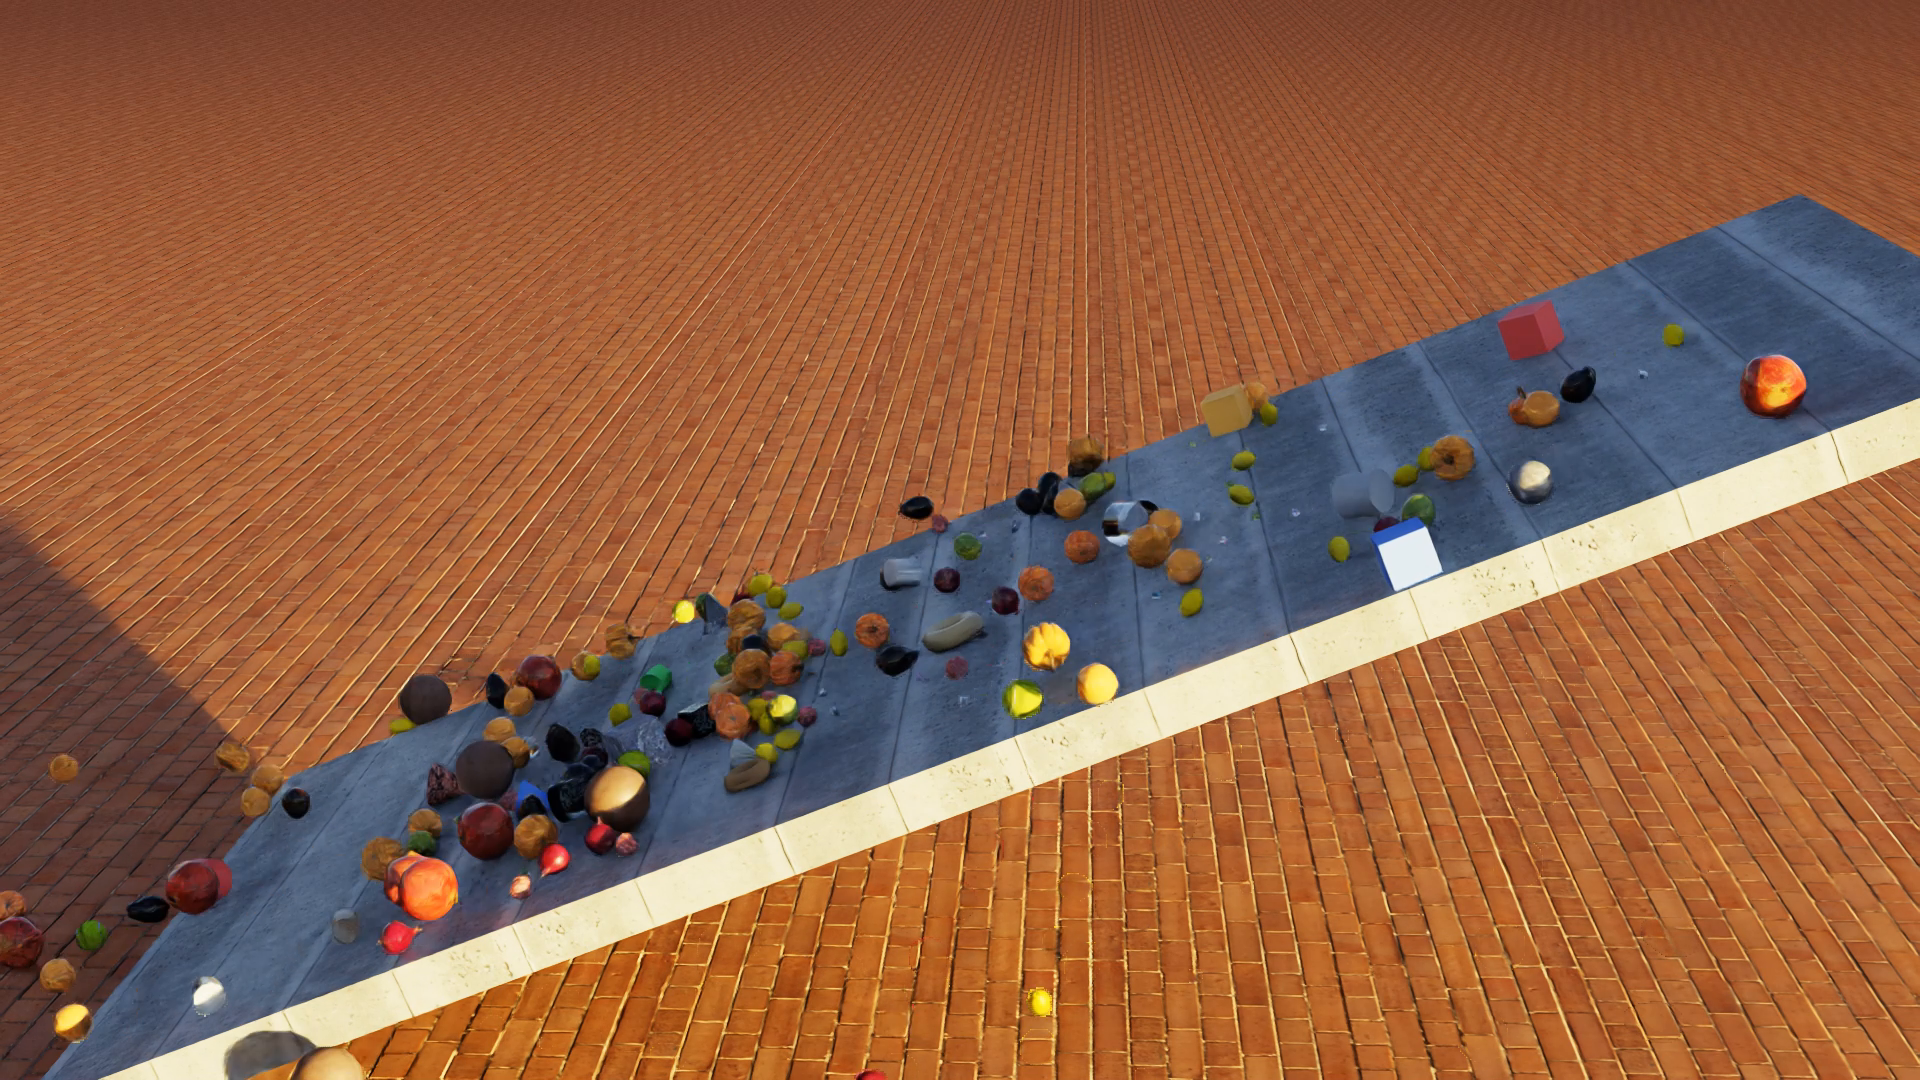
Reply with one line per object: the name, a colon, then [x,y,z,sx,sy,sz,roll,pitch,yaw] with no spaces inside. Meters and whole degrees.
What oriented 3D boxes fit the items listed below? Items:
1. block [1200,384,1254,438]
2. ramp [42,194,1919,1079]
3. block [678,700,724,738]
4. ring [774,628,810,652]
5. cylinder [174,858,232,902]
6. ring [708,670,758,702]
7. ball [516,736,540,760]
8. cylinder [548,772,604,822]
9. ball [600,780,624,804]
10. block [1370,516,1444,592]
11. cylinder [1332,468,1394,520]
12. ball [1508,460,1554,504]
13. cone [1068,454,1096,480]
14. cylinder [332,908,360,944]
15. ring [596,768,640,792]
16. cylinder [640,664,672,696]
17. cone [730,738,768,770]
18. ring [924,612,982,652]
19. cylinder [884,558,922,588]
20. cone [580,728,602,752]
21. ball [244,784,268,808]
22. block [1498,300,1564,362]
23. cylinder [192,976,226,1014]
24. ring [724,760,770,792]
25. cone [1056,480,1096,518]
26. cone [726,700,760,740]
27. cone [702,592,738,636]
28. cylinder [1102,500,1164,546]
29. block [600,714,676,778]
block: [0.636,-0.308,7.006,0.087,0.087,0.087,-17,13,24]
ramp: [0.124,0.173,6.290,4.000,0.100,2.000,-21,12,7]
block: [-0.549,0.380,6.225,0.060,0.060,0.060,-31,14,-33]
ring: [-0.379,0.226,6.658,0.088,0.029,0.088,-21,13,5]
cylinder: [-1.686,0.757,6.556,0.093,0.093,0.093,-13,3,-43]
ring: [-0.498,0.319,6.447,0.117,0.039,0.117,-22,11,4]
ball: [-0.974,0.469,6.628,0.050,0.050,0.050,0,14,0]
cylinder: [-0.777,0.522,5.962,0.083,0.083,0.083,-18,7,20]
ball: [-0.706,0.511,5.963,0.050,0.050,0.050,0,14,0]
block: [0.797,0.025,5.256,0.091,0.091,0.091,-22,12,3]
cylinder: [0.792,-0.091,5.779,0.087,0.087,0.087,-11,3,42]
ball: [1.048,-0.105,5.395,0.081,0.081,0.081,0,14,0]
cone: [0.306,-0.171,7.148,0.065,0.065,0.065,15,20,42]
cylinder: [-1.202,0.754,5.751,0.052,0.052,0.052,-3,14,-13]
ring: [-0.708,0.497,6.046,0.100,0.033,0.100,-12,17,4]
cylinder: [-0.697,0.323,6.738,0.057,0.057,0.057,5,21,20]
cone: [-0.414,0.431,5.825,0.072,0.072,0.072,6,15,6]
ring: [-0.015,0.191,6.117,0.134,0.045,0.134,-23,11,5]
cylinder: [-0.129,0.073,6.615,0.063,0.063,0.063,7,7,-35]
cone: [-0.815,0.451,6.479,0.051,0.051,0.051,0,40,1]
ball: [-1.742,0.633,7.280,0.060,0.060,0.060,0,14,0]
block: [1.268,-0.465,6.532,0.094,0.094,0.094,-12,16,40]
cylinder: [-1.451,0.879,5.680,0.060,0.060,0.060,-5,6,-18]
ring: [-0.414,0.457,5.711,0.098,0.033,0.098,-22,11,5]
cone: [0.272,-0.091,6.831,0.092,0.092,0.092,5,14,1]
cone: [-0.465,0.363,6.105,0.075,0.075,0.075,-22,12,5]
cone: [-0.600,0.168,7.153,0.095,0.095,0.095,-22,12,5]
cylinder: [0.369,-0.035,6.274,0.096,0.096,0.096,-8,4,-28]
block: [-0.673,0.430,6.136,0.098,0.098,0.098,-28,13,-25]
